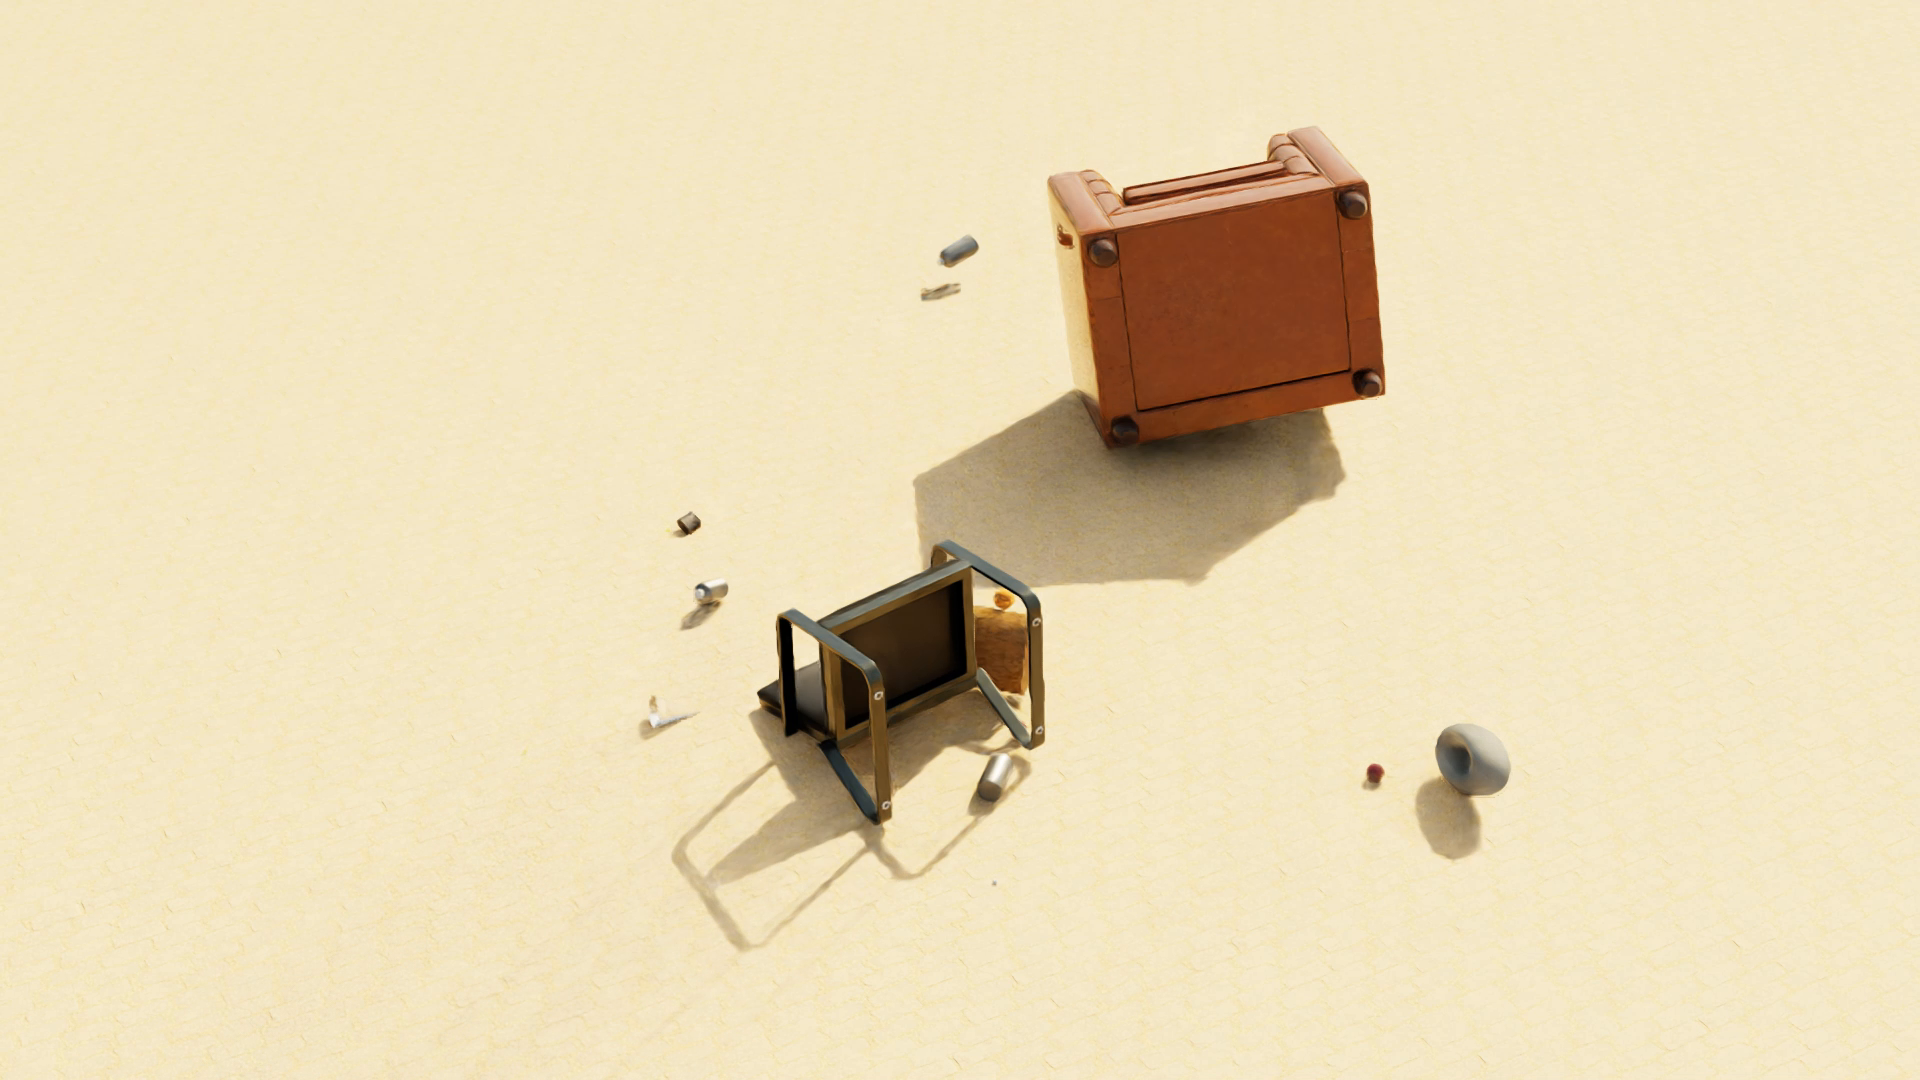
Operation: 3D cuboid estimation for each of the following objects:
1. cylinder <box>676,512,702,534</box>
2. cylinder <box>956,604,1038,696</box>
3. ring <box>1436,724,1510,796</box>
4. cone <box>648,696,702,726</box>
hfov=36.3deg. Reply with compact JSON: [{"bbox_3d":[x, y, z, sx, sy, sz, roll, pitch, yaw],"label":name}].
[{"bbox_3d":[-1.016,-0.064,10.997,0.069,0.036,0.070,50,50,7],"label":"cylinder"},{"bbox_3d":[0.124,0.376,10.070,0.237,0.283,0.175,10,17,13],"label":"cylinder"},{"bbox_3d":[1.677,0.719,9.597,0.132,0.220,0.356,7,13,-21],"label":"ring"},{"bbox_3d":[-0.960,0.585,10.014,0.182,0.094,0.111,2,56,-26],"label":"cone"}]
